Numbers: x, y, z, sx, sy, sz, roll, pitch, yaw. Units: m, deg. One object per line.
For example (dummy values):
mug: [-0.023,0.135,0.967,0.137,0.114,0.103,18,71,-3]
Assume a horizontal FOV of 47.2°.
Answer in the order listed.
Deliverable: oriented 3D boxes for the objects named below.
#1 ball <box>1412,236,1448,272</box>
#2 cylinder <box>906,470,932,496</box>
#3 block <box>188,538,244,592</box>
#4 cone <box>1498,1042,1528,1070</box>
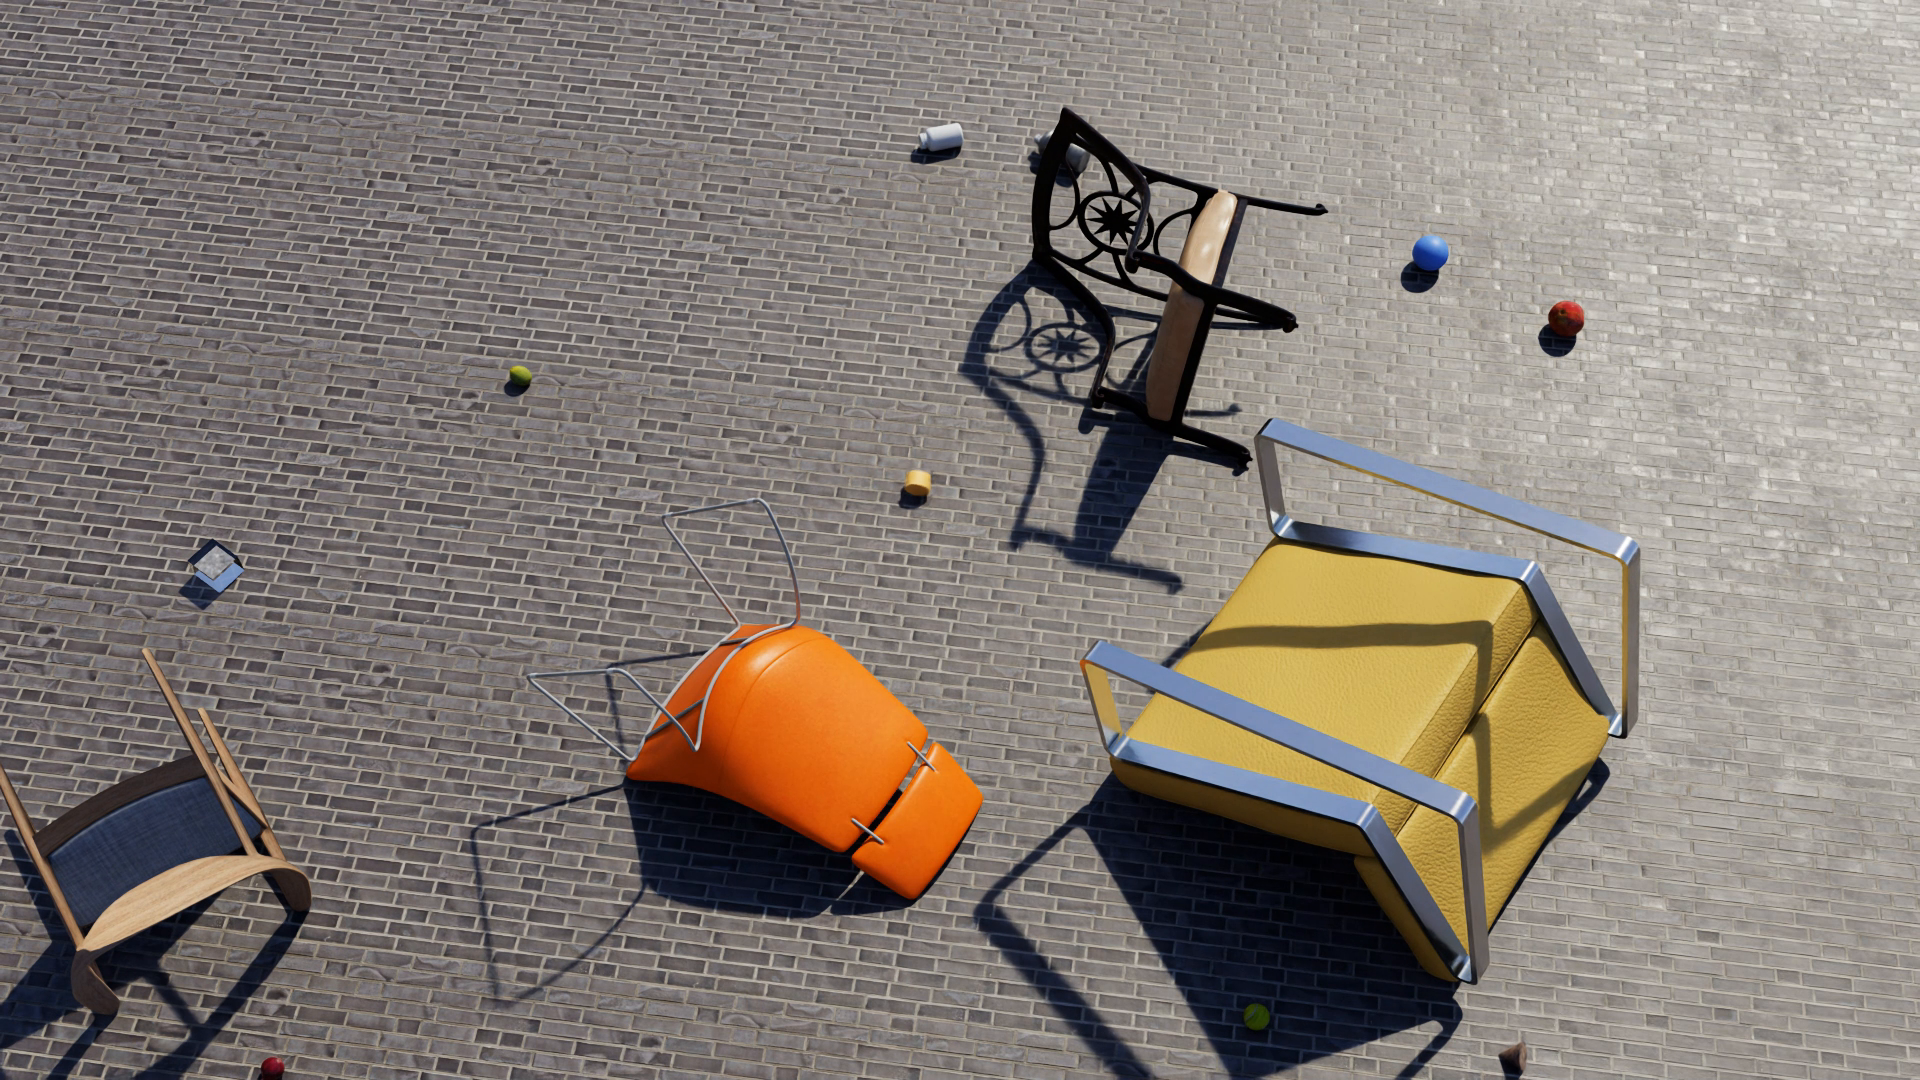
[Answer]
ball: [1.525,-0.930,7.128,0.116,0.116,0.116,0,56,0]
cylinder: [-0.126,-0.171,6.653,0.074,0.060,0.050,9,56,-2]
block: [-2.192,0.075,6.479,0.109,0.074,0.099,32,62,19]
cone: [1.418,1.328,5.665,0.065,0.066,0.076,-5,47,31]
